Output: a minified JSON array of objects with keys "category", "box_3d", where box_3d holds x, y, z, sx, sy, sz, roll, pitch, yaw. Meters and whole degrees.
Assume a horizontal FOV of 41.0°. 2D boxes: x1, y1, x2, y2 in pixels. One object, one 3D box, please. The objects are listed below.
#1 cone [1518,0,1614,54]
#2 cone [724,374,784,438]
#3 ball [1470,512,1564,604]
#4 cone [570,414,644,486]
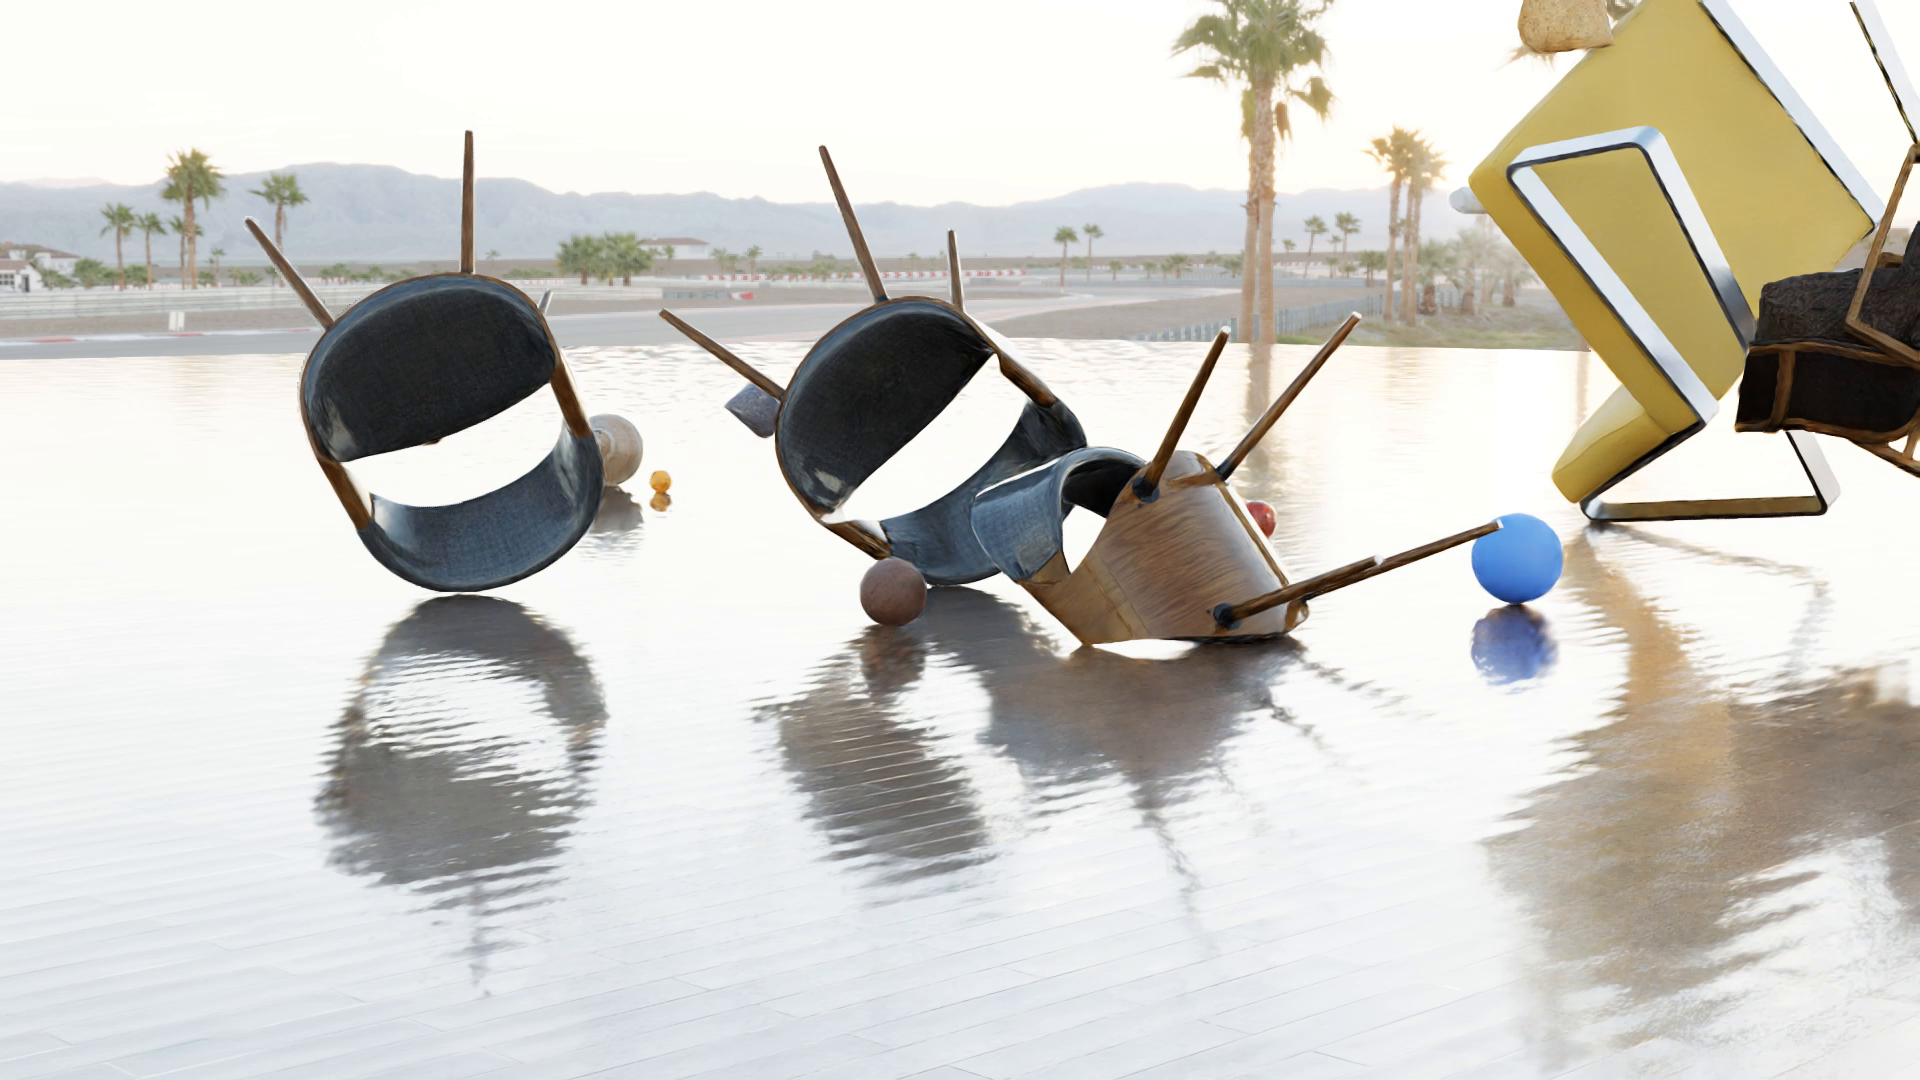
[{"category":"cone","box_3d":[1.597,-1.307,6.536,0.234,0.256,0.263,27,18,-35]},{"category":"cone","box_3d":[-0.486,-0.300,5.751,0.110,0.146,0.156,-5,-1,32]},{"category":"ball","box_3d":[1.120,0.037,5.159,0.184,0.184,0.184,0,6,0]},{"category":"cone","box_3d":[-1.127,-0.294,8.009,0.250,0.236,0.144,31,-2,14]}]
